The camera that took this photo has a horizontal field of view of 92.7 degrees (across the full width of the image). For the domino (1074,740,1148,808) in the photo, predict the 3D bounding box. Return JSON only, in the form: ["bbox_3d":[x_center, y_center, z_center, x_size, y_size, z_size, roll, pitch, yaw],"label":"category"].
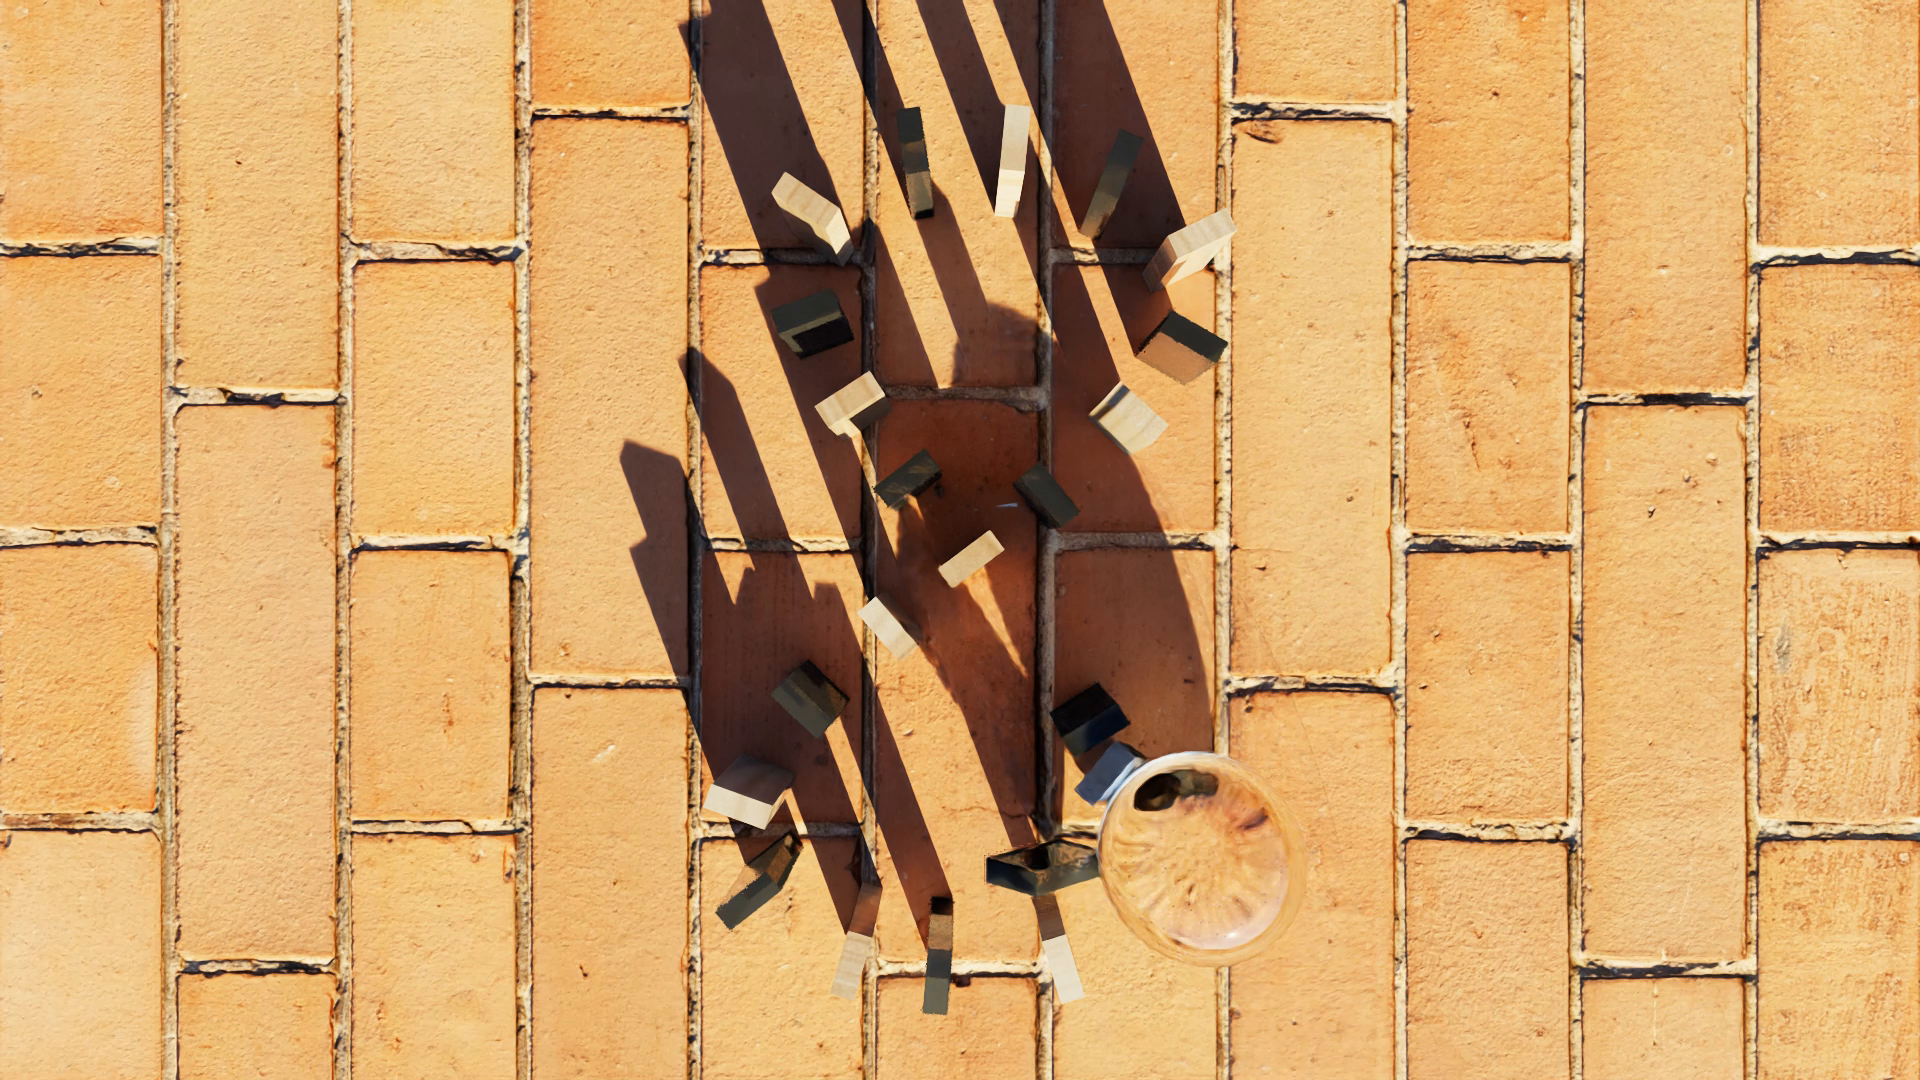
[{"bbox_3d":[0.063,0.096,0.375,0.009,0.050,0.025,40,90,22],"label":"domino"}]

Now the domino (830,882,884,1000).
[{"bbox_3d":[-0.042,0.163,0.375,0.009,0.050,0.025,17,90,0],"label":"domino"}]

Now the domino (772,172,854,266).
[{"bbox_3d":[-0.059,-0.130,0.375,0.025,0.050,0.010,34,90,0],"label":"domino"}]

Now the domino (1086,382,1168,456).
[{"bbox_3d":[0.067,-0.049,0.375,0.025,0.050,0.009,42,90,0],"label":"domino"}]

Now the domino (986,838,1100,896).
[{"bbox_3d":[0.036,0.133,0.373,0.025,0.050,0.010,-2,83,41],"label":"domino"}]

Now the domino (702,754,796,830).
[{"bbox_3d":[-0.085,0.102,0.375,0.025,0.050,0.010,20,90,0],"label":"domino"}]

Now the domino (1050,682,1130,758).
[{"bbox_3d":[0.052,0.073,0.375,0.025,0.050,0.009,-32,90,0],"label":"domino"}]

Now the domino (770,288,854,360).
[{"bbox_3d":[-0.059,-0.088,0.375,0.025,0.050,0.009,-20,90,0],"label":"domino"}]

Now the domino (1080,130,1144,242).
[{"bbox_3d":[0.061,-0.144,0.375,0.009,0.050,0.025,22,90,0],"label":"domino"}]

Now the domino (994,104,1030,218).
[{"bbox_3d":[0.021,-0.154,0.375,0.010,0.050,0.025,6,90,0],"label":"domino"}]

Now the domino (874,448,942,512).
[{"bbox_3d":[-0.020,-0.024,0.375,0.025,0.050,0.009,-38,90,0],"label":"domino"}]

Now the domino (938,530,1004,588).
[{"bbox_3d":[0.004,0.007,0.375,0.025,0.050,0.010,-37,90,0],"label":"domino"}]

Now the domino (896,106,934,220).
[{"bbox_3d":[-0.018,-0.153,0.375,0.009,0.050,0.025,-9,90,0],"label":"domino"}]

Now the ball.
[{"bbox_3d":[0.094,0.124,0.360,0.080,0.080,0.080,0,90,0],"label":"ball"}]

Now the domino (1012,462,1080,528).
[{"bbox_3d":[0.035,-0.017,0.375,0.010,0.050,0.025,-40,90,0],"label":"domino"}]

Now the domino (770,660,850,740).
[{"bbox_3d":[-0.060,0.064,0.375,0.025,0.050,0.009,44,90,0],"label":"domino"}]

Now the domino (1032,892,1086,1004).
[{"bbox_3d":[0.040,0.164,0.375,0.010,0.050,0.025,-17,90,0],"label":"domino"}]

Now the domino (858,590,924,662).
[{"bbox_3d":[-0.028,0.034,0.375,0.010,0.050,0.025,-41,90,0],"label":"domino"}]

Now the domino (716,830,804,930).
[{"bbox_3d":[-0.081,0.138,0.375,0.025,0.050,0.009,-38,90,0],"label":"domino"}]

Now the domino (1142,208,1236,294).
[{"bbox_3d":[0.093,-0.117,0.375,0.025,0.050,0.009,-26,90,0],"label":"domino"}]

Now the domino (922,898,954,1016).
[{"bbox_3d":[-0.009,0.169,0.375,0.009,0.050,0.025,5,90,0],"label":"domino"}]

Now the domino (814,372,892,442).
[{"bbox_3d":[-0.042,-0.054,0.375,0.025,0.050,0.009,-33,90,0],"label":"domino"}]

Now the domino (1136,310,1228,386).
[{"bbox_3d":[0.090,-0.078,0.375,0.025,0.050,0.009,30,90,0],"label":"domino"}]
